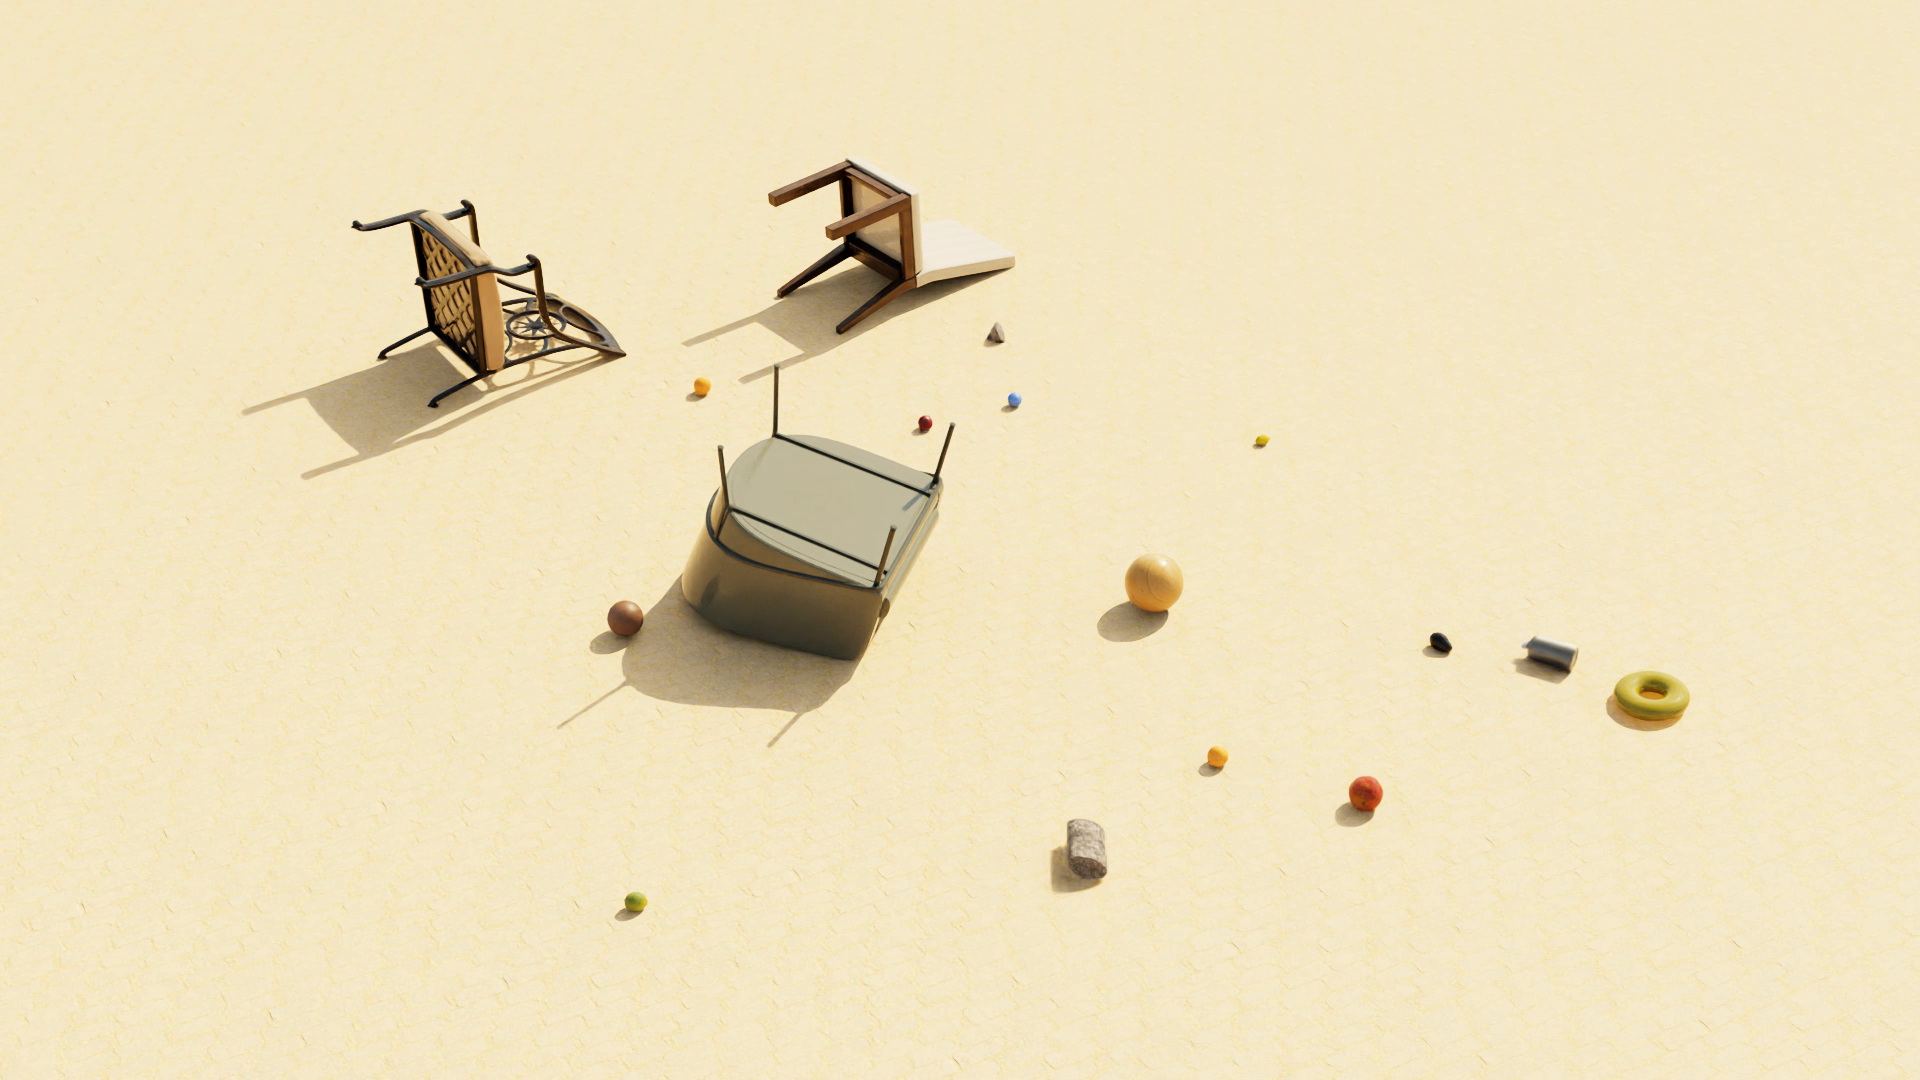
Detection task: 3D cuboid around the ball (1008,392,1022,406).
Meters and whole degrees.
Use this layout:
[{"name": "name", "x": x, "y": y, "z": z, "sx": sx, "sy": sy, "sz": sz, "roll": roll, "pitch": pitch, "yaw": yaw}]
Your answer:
[{"name": "ball", "x": 0.219, "y": -0.564, "z": 11.747, "sx": 0.058, "sy": 0.058, "sz": 0.058, "roll": 0, "pitch": 33, "yaw": 0}]

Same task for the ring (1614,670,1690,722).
[{"name": "ring", "x": 2.376, "y": 0.535, "z": 10.073, "sx": 0.266, "sy": 0.068, "sz": 0.252, "roll": -17, "pitch": 37, "yaw": -23}]

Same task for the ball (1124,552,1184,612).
[{"name": "ball", "x": 0.696, "y": 0.153, "z": 10.518, "sx": 0.214, "sy": 0.214, "sz": 0.214, "roll": 0, "pitch": 33, "yaw": 0}]

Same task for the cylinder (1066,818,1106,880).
[{"name": "cylinder", "x": 0.403, "y": 0.986, "z": 9.364, "sx": 0.132, "sy": 0.081, "sz": 0.191, "roll": 23, "pitch": 31, "yaw": -14}]
